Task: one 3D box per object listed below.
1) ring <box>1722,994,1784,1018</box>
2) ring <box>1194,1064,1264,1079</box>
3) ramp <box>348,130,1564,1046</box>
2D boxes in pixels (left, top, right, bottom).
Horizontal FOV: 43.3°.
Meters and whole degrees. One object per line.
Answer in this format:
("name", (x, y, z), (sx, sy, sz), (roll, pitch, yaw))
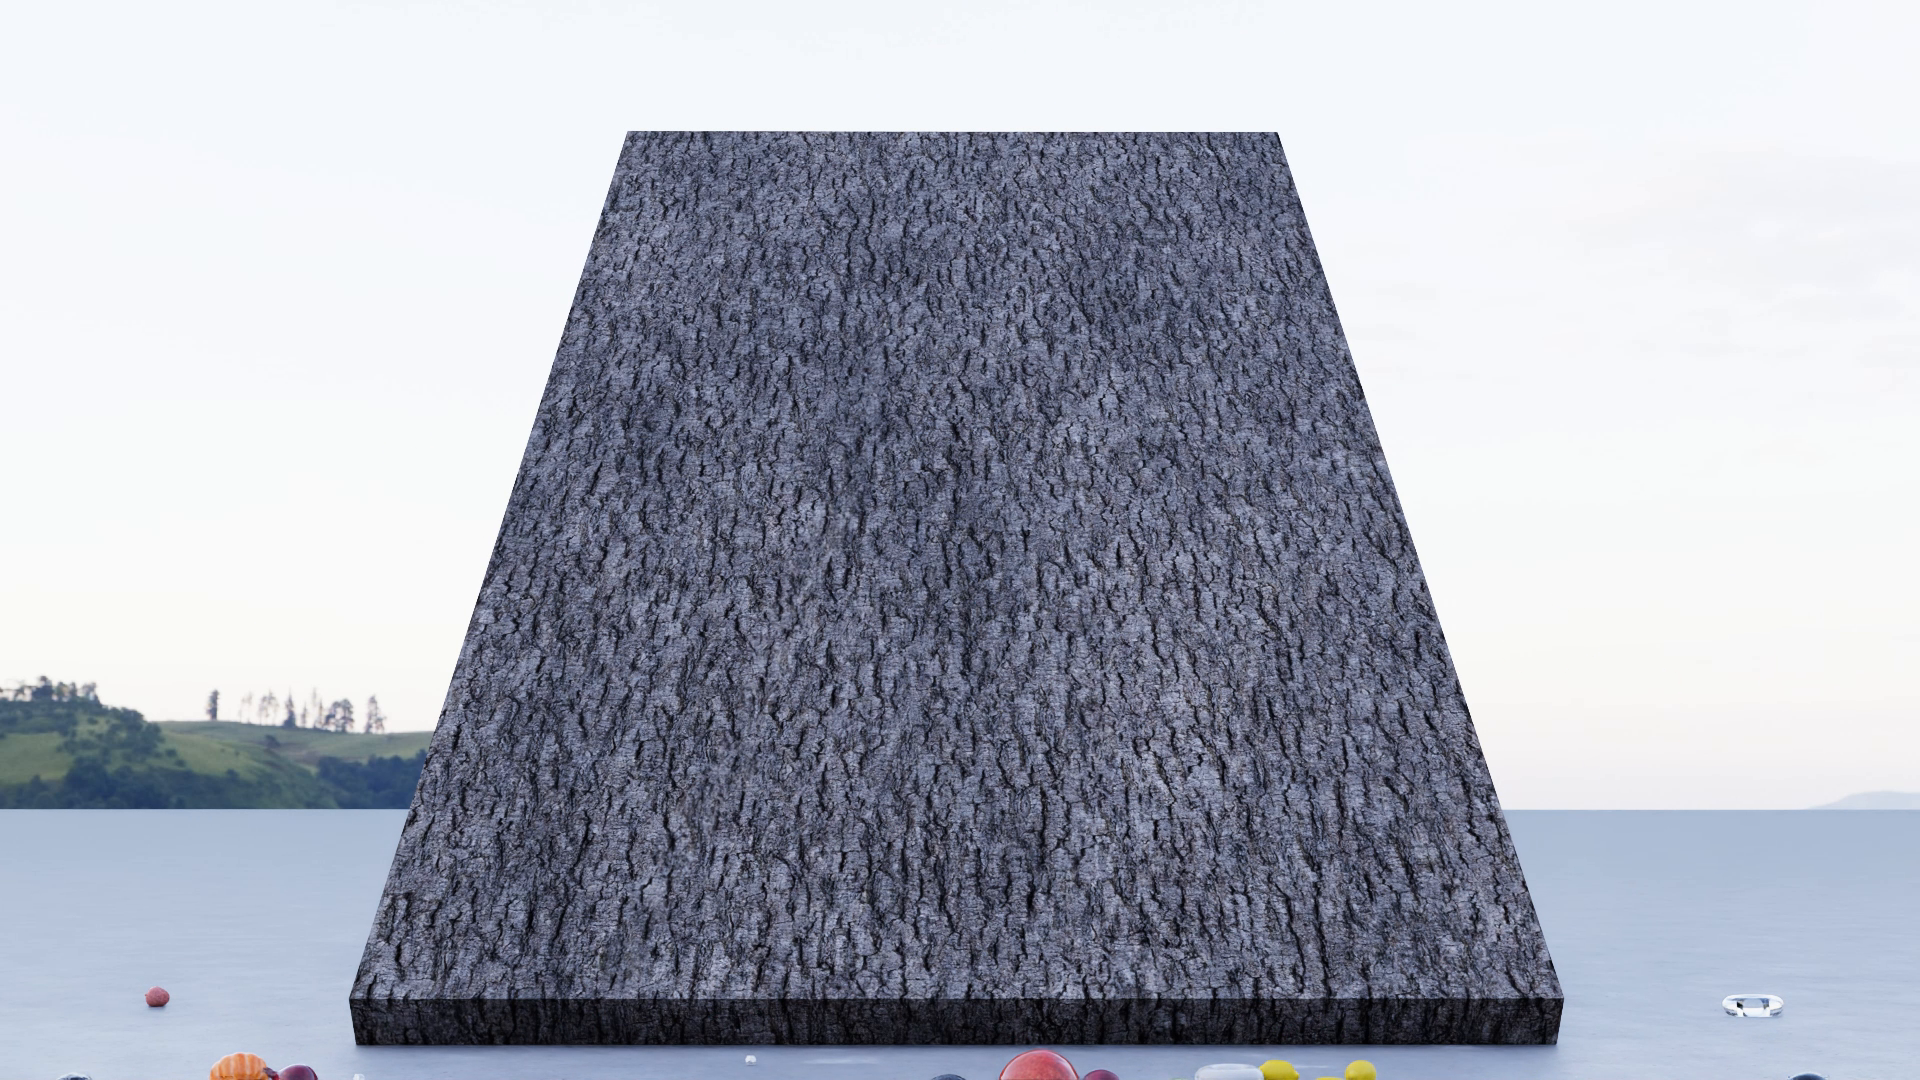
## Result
("ring", (1.503, 0.883, 4.584), (0.112, 0.037, 0.112), (-1, -7, 0))
("ring", (0.378, 0.756, 3.397), (0.098, 0.033, 0.098), (-1, -5, 0))
("ramp", (-0.013, -0.208, 5.732), (2.000, 0.100, 4.000), (0, 30, 0))
